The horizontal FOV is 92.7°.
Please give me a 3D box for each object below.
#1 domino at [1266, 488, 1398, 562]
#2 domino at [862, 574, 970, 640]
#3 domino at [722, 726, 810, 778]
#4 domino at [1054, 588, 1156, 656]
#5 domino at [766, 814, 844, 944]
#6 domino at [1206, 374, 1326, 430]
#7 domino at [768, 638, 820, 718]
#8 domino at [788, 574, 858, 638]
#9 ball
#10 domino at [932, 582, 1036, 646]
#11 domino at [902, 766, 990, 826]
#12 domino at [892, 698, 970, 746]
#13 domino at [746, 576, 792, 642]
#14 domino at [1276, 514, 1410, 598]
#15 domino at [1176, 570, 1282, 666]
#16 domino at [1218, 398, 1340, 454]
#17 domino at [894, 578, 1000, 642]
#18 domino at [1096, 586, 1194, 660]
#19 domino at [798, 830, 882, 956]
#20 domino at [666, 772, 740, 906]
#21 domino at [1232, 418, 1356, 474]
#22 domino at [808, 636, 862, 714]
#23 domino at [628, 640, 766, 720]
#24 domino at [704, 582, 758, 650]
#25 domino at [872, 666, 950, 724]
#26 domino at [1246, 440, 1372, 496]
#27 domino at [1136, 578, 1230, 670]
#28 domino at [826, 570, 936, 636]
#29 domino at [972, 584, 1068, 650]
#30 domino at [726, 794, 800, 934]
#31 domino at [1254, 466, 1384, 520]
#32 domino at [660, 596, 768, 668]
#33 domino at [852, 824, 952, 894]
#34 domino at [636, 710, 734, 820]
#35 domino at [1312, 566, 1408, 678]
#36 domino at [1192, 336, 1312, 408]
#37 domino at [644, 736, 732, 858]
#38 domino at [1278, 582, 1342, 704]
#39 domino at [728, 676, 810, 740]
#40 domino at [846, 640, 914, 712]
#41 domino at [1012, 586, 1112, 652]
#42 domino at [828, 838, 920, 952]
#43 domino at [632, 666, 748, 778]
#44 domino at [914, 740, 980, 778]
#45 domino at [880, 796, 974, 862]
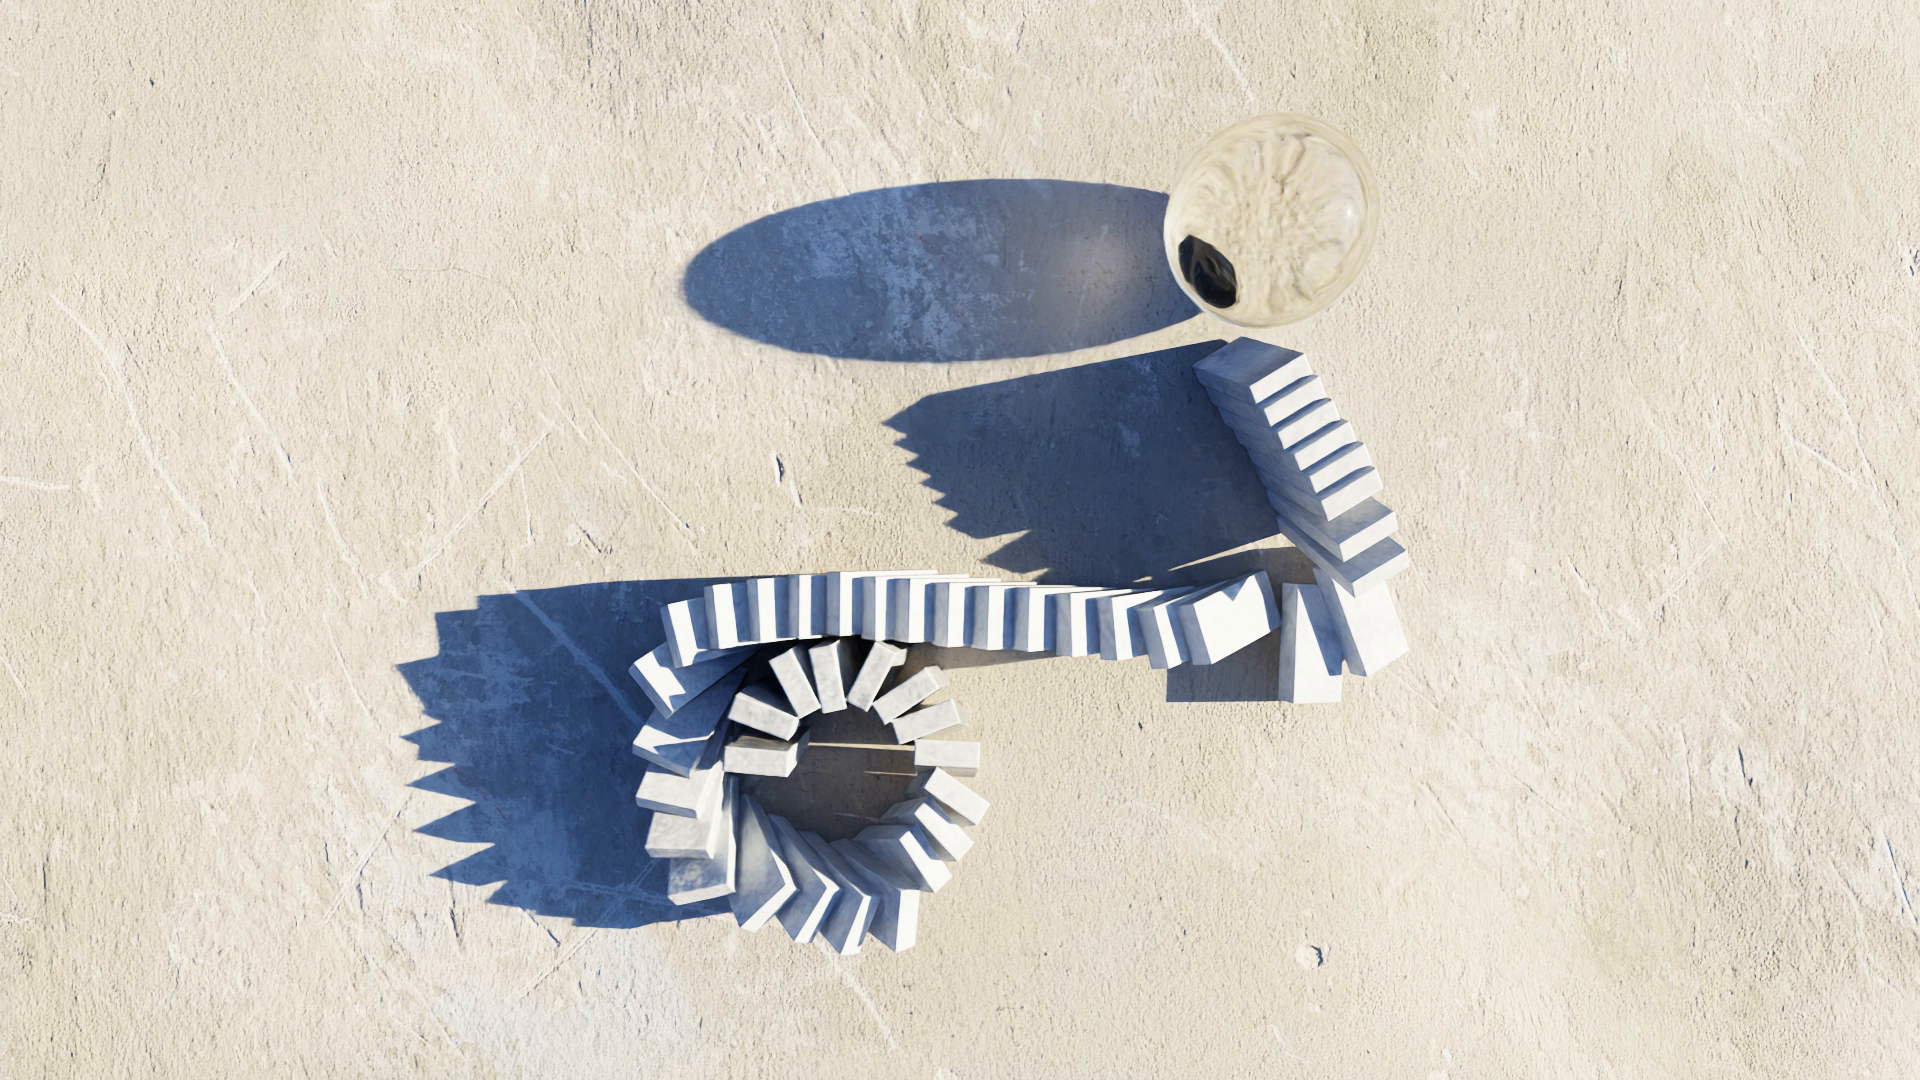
[{"bbox_3d":[0.152,-0.013,0.376,0.025,0.050,0.010,-31,123,0],"label":"domino"},{"bbox_3d":[-0.018,0.027,0.380,0.050,0.009,0.025,0,90,-42],"label":"domino"},{"bbox_3d":[-0.078,0.085,0.375,0.025,0.050,0.010,5,90,0],"label":"domino"},{"bbox_3d":[0.061,0.033,0.381,0.050,0.010,0.025,-1,90,-37],"label":"domino"},{"bbox_3d":[-0.071,0.139,0.379,0.050,0.010,0.025,32,90,44],"label":"domino"},{"bbox_3d":[0.124,-0.061,0.375,0.025,0.050,0.010,-31,113,0],"label":"domino"},{"bbox_3d":[-0.063,0.055,0.375,0.010,0.050,0.025,-28,90,0],"label":"domino"},{"bbox_3d":[-0.047,0.027,0.381,0.050,0.010,0.025,1,90,-39],"label":"domino"},{"bbox_3d":[0.121,-0.124,0.360,0.080,0.080,0.080,0,90,0],"label":"ball"},{"bbox_3d":[0.011,0.030,0.380,0.050,0.009,0.025,2,90,-42],"label":"domino"},{"bbox_3d":[-0.007,0.106,0.375,0.025,0.050,0.010,35,68,0],"label":"domino"},{"bbox_3d":[-0.011,0.075,0.375,0.025,0.050,0.009,-20,76,0],"label":"domino"},{"bbox_3d":[-0.063,0.027,0.381,0.050,0.009,0.025,-3,90,-39],"label":"domino"},{"bbox_3d":[0.156,0.000,0.378,0.025,0.050,0.009,-31,129,0],"label":"domino"},{"bbox_3d":[0.113,0.032,0.381,0.050,0.010,0.025,-19,92,-36],"label":"domino"},{"bbox_3d":[0.129,-0.052,0.375,0.025,0.050,0.009,-31,113,0],"label":"domino"},{"bbox_3d":[-0.004,0.028,0.379,0.050,0.009,0.025,2,89,-42],"label":"domino"},{"bbox_3d":[0.079,0.034,0.381,0.050,0.009,0.025,-5,90,-36],"label":"domino"},{"bbox_3d":[-0.055,0.145,0.378,0.010,0.050,0.025,19,94,-45],"label":"domino"},{"bbox_3d":[-0.106,0.122,0.379,0.025,0.010,0.050,-12,48,2],"label":"domino"},{"bbox_3d":[0.135,-0.044,0.375,0.025,0.050,0.009,-31,113,0],"label":"domino"},{"bbox_3d":[-0.049,0.053,0.375,0.009,0.050,0.025,-12,90,3],"label":"domino"},{"bbox_3d":[-0.108,0.049,0.379,0.025,0.010,0.050,52,47,1],"label":"domino"},{"bbox_3d":[-0.080,0.029,0.380,0.050,0.009,0.025,-5,87,-39],"label":"domino"},{"bbox_3d":[-0.019,0.063,0.375,0.025,0.050,0.009,-34,82,0],"label":"domino"},{"bbox_3d":[0.141,-0.035,0.375,0.025,0.050,0.010,-31,113,0],"label":"domino"},{"bbox_3d":[0.097,0.034,0.381,0.050,0.009,0.025,-15,90,-36],"label":"domino"},{"bbox_3d":[-0.032,0.025,0.380,0.050,0.010,0.025,1,90,-42],"label":"domino"},{"bbox_3d":[0.027,0.031,0.380,0.050,0.010,0.025,2,90,-40],"label":"domino"},{"bbox_3d":[-0.087,0.133,0.379,0.025,0.010,0.050,-43,45,0],"label":"domino"},{"bbox_3d":[0.146,-0.026,0.375,0.025,0.050,0.010,-31,113,0],"label":"domino"},{"bbox_3d":[-0.096,0.034,0.380,0.050,0.009,0.025,-13,86,-40],"label":"domino"},{"bbox_3d":[-0.025,0.130,0.376,0.009,0.050,0.025,-34,92,-33],"label":"domino"},{"bbox_3d":[-0.112,0.088,0.380,0.025,0.009,0.050,12,50,0],"label":"domino"},{"bbox_3d":[0.170,0.029,0.388,0.025,0.010,0.050,-26,99,-18],"label":"domino"},{"bbox_3d":[0.118,-0.070,0.375,0.025,0.050,0.009,-31,113,0],"label":"domino"},{"bbox_3d":[-0.111,0.105,0.380,0.025,0.009,0.050,1,49,1],"label":"domino"},{"bbox_3d":[0.150,0.044,0.391,0.025,0.009,0.050,2,90,-20],"label":"domino"},{"bbox_3d":[-0.076,0.068,0.375,0.025,0.050,0.010,20,90,0],"label":"domino"},{"bbox_3d":[-0.032,0.053,0.375,0.009,0.050,0.025,27,90,5],"label":"domino"},{"bbox_3d":[0.044,0.032,0.381,0.050,0.010,0.025,2,90,-38],"label":"domino"},{"bbox_3d":[-0.037,0.145,0.377,0.009,0.050,0.025,0,98,-42],"label":"domino"},{"bbox_3d":[-0.111,0.070,0.380,0.025,0.010,0.050,24,49,0],"label":"domino"},{"bbox_3d":[-0.005,0.090,0.375,0.025,0.050,0.010,3,71,0],"label":"domino"},{"bbox_3d":[-0.015,0.119,0.376,0.025,0.050,0.009,48,62,0],"label":"domino"}]
